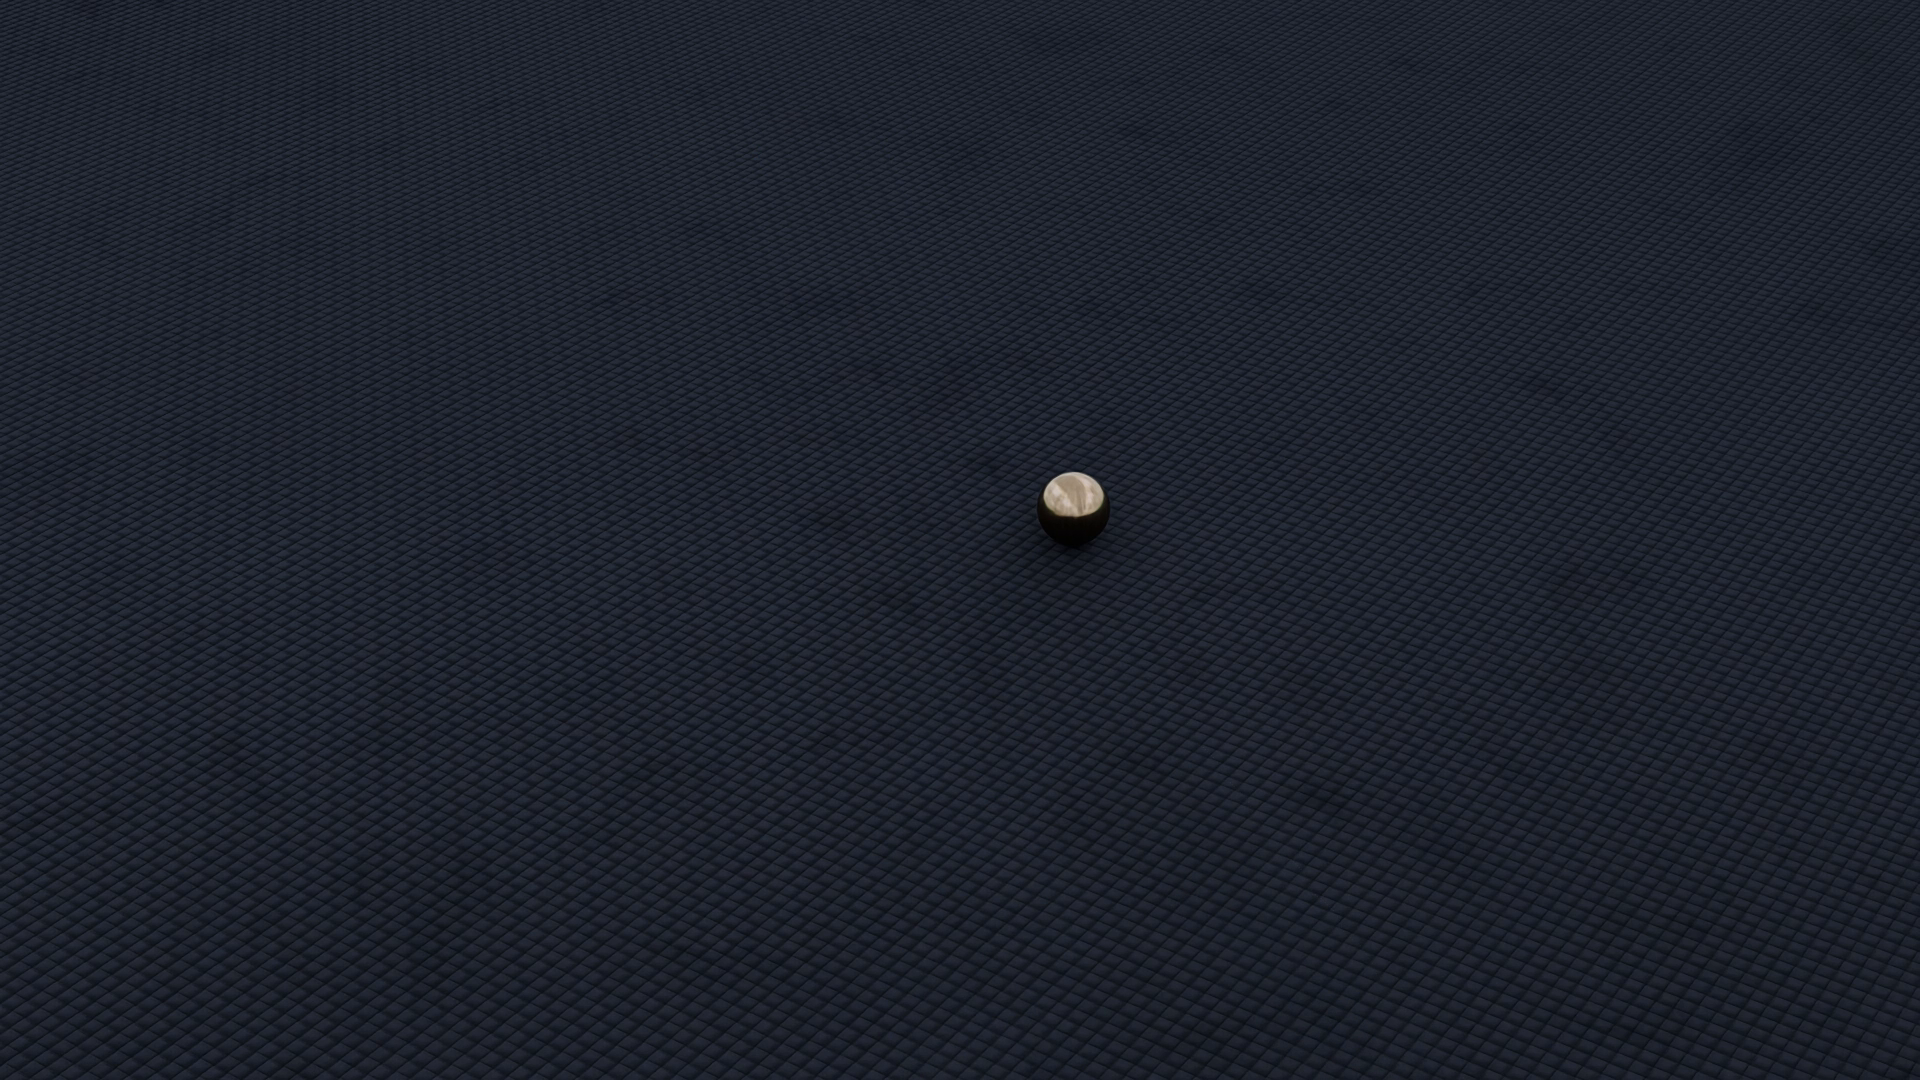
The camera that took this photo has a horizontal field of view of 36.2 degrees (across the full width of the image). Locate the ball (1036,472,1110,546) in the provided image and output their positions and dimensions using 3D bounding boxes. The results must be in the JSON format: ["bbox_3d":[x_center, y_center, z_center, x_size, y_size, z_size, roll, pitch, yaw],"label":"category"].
[{"bbox_3d":[0.067,-0.019,1.731,0.044,0.044,0.044,0,31,0],"label":"ball"}]
